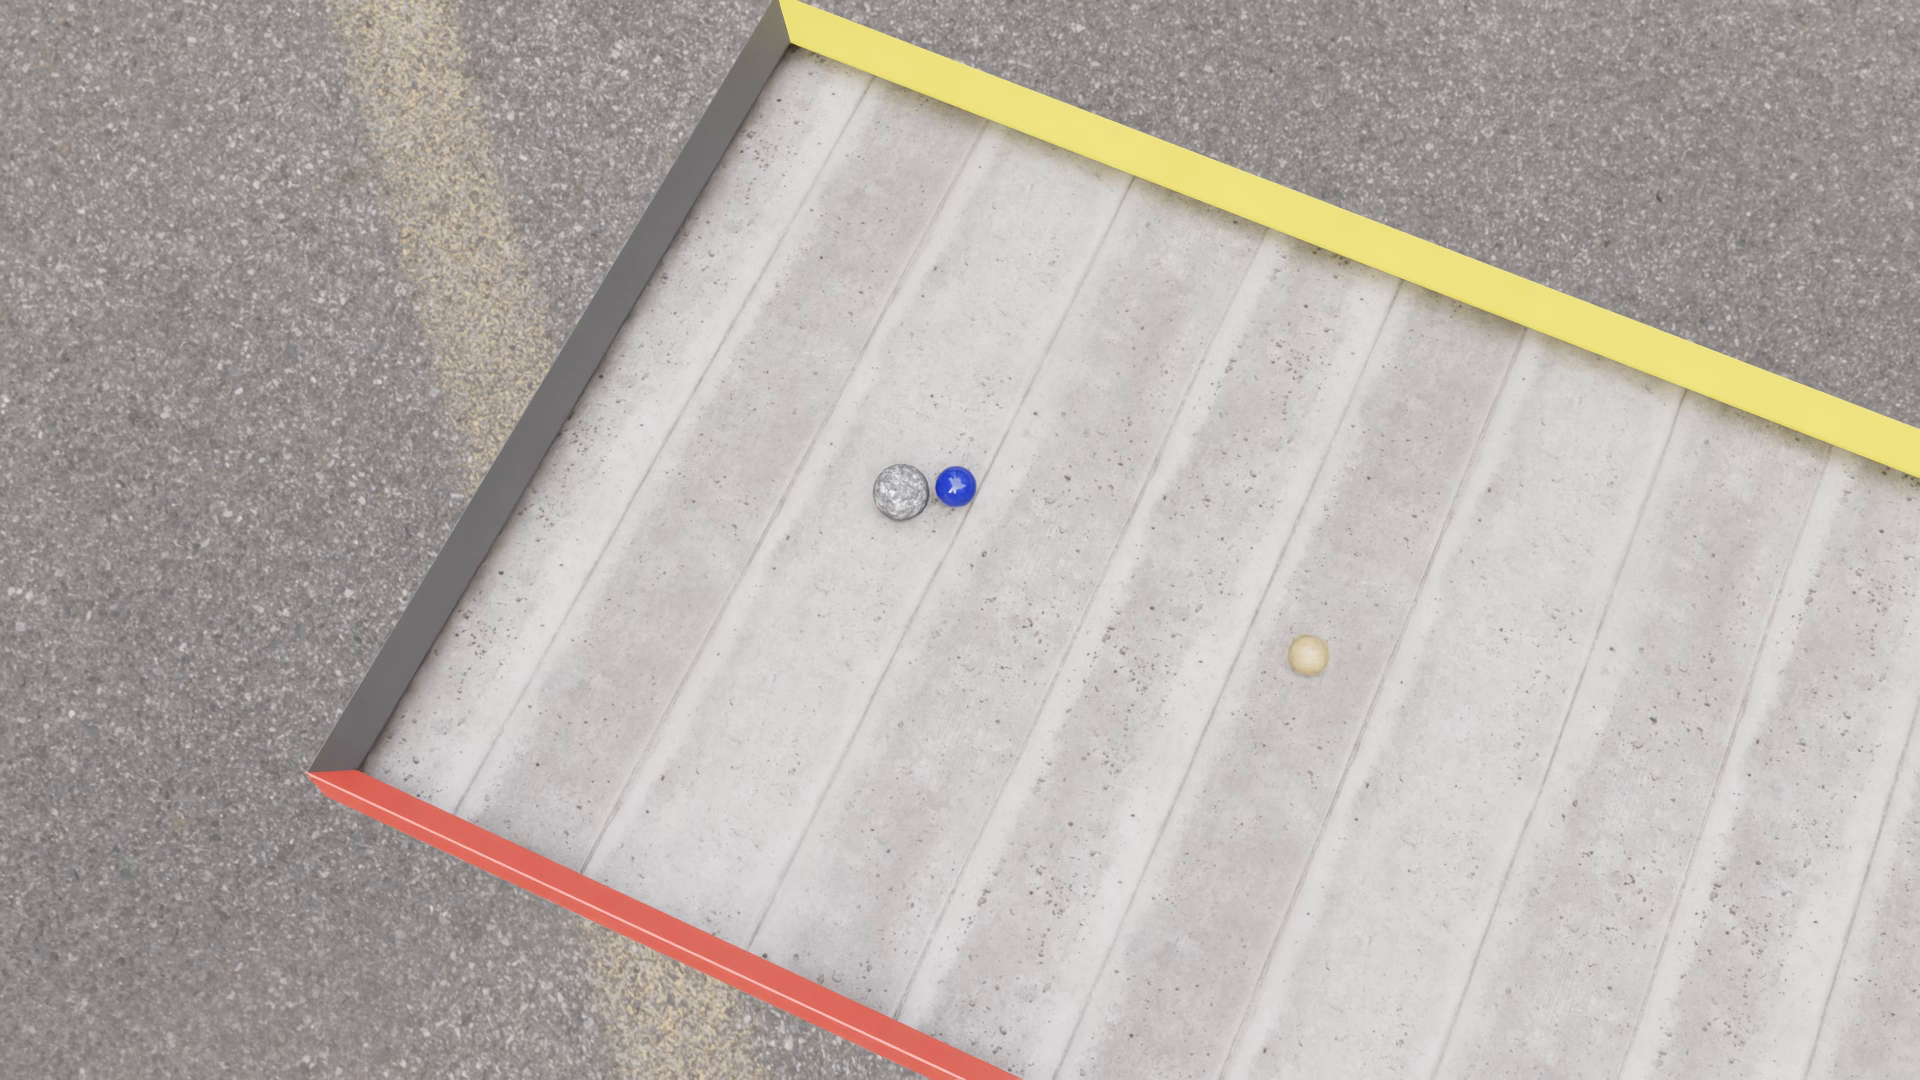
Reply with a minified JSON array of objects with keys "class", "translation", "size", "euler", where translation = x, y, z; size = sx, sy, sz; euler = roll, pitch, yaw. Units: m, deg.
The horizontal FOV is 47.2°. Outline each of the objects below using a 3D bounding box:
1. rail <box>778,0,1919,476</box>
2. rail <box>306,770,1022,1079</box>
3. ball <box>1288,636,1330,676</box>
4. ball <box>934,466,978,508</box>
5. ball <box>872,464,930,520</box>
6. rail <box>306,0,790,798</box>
[{"class":"rail","translation":[0.968,-0.368,3.658],"size":[2.860,0.119,0.045],"euler":[23,68,10]},{"class":"rail","translation":[0.332,0.900,3.107],"size":[2.860,0.119,0.045],"euler":[23,68,10]},{"class":"ball","translation":[0.547,0.181,3.450],"size":[0.064,0.064,0.064],"euler":[0,67,0]},{"class":"ball","translation":[-0.006,-0.086,3.564],"size":[0.069,0.069,0.069],"euler":[0,67,0]},{"class":"ball","translation":[-0.095,-0.077,3.547],"size":[0.092,0.092,0.092],"euler":[0,67,0]},{"class":"rail","translation":[-0.628,-0.273,3.617],"size":[0.045,0.119,1.570],"euler":[23,68,10]}]
